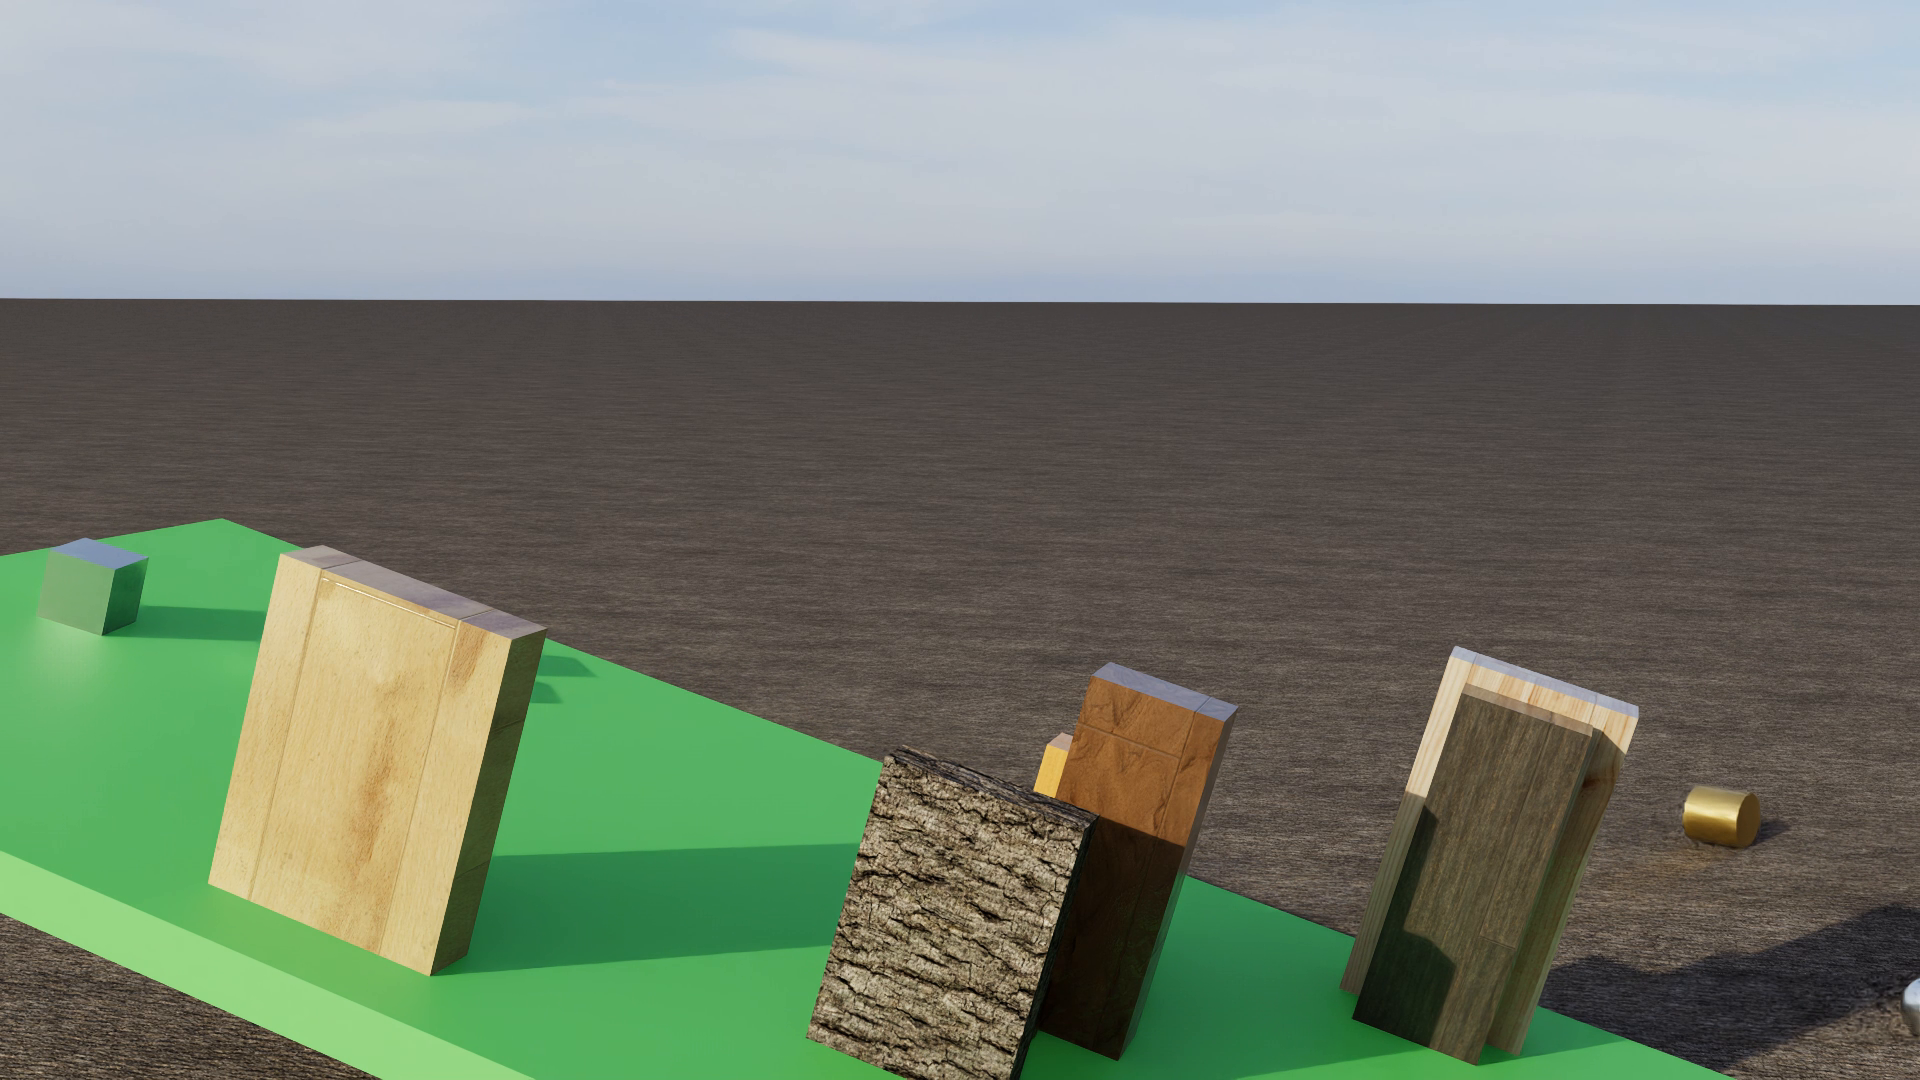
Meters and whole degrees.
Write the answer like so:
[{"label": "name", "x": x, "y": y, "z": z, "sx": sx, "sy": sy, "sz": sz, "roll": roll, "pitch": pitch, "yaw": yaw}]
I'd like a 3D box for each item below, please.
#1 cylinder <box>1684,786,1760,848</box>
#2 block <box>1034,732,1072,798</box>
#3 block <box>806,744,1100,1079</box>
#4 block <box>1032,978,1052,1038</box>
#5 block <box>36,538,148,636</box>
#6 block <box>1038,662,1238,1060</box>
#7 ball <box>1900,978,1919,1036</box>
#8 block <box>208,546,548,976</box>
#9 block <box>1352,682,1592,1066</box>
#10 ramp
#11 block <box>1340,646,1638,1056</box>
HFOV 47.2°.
[{"label": "cylinder", "x": 2.478, "y": 0.902, "z": 7.156, "sx": 0.178, "sy": 0.178, "sz": 0.178, "roll": 6, "pitch": 9, "yaw": 43}, {"label": "block", "x": 0.268, "y": 0.632, "z": 4.235, "sx": 0.312, "sy": 0.428, "sz": 0.113, "roll": 19, "pitch": 12, "yaw": 14}, {"label": "block", "x": -0.015, "y": 0.638, "z": 3.618, "sx": 0.347, "sy": 0.507, "sz": 0.104, "roll": 19, "pitch": 12, "yaw": 14}, {"label": "block", "x": 0.076, "y": 0.817, "z": 3.883, "sx": 0.113, "sy": 0.113, "sz": 0.113, "roll": 21, "pitch": 12, "yaw": 25}, {"label": "block", "x": -1.833, "y": 0.098, "z": 4.650, "sx": 0.147, "sy": 0.147, "sz": 0.147, "roll": 17, "pitch": 11, "yaw": 4}, {"label": "block", "x": 0.276, "y": 0.574, "z": 3.949, "sx": 0.246, "sy": 0.652, "sz": 0.140, "roll": 19, "pitch": 12, "yaw": 14}, {"label": "ball", "x": 2.359, "y": 1.133, "z": 5.319, "sx": 0.156, "sy": 0.156, "sz": 0.156, "roll": 0, "pitch": 7, "yaw": 0}, {"label": "block", "x": -0.945, "y": 0.352, "z": 3.554, "sx": 0.424, "sy": 0.574, "sz": 0.118, "roll": 19, "pitch": 12, "yaw": 14}, {"label": "block", "x": 1.019, "y": 0.665, "z": 4.386, "sx": 0.258, "sy": 0.707, "sz": 0.114, "roll": 19, "pitch": 12, "yaw": 14}, {"label": "ramp", "x": -0.374, "y": 0.729, "z": 4.238, "sx": 4.000, "sy": 0.100, "sz": 2.000, "roll": 19, "pitch": 12, "yaw": 14}, {"label": "block", "x": 1.084, "y": 0.636, "z": 4.524, "sx": 0.382, "sy": 0.743, "sz": 0.130, "roll": 19, "pitch": 12, "yaw": 14}]
